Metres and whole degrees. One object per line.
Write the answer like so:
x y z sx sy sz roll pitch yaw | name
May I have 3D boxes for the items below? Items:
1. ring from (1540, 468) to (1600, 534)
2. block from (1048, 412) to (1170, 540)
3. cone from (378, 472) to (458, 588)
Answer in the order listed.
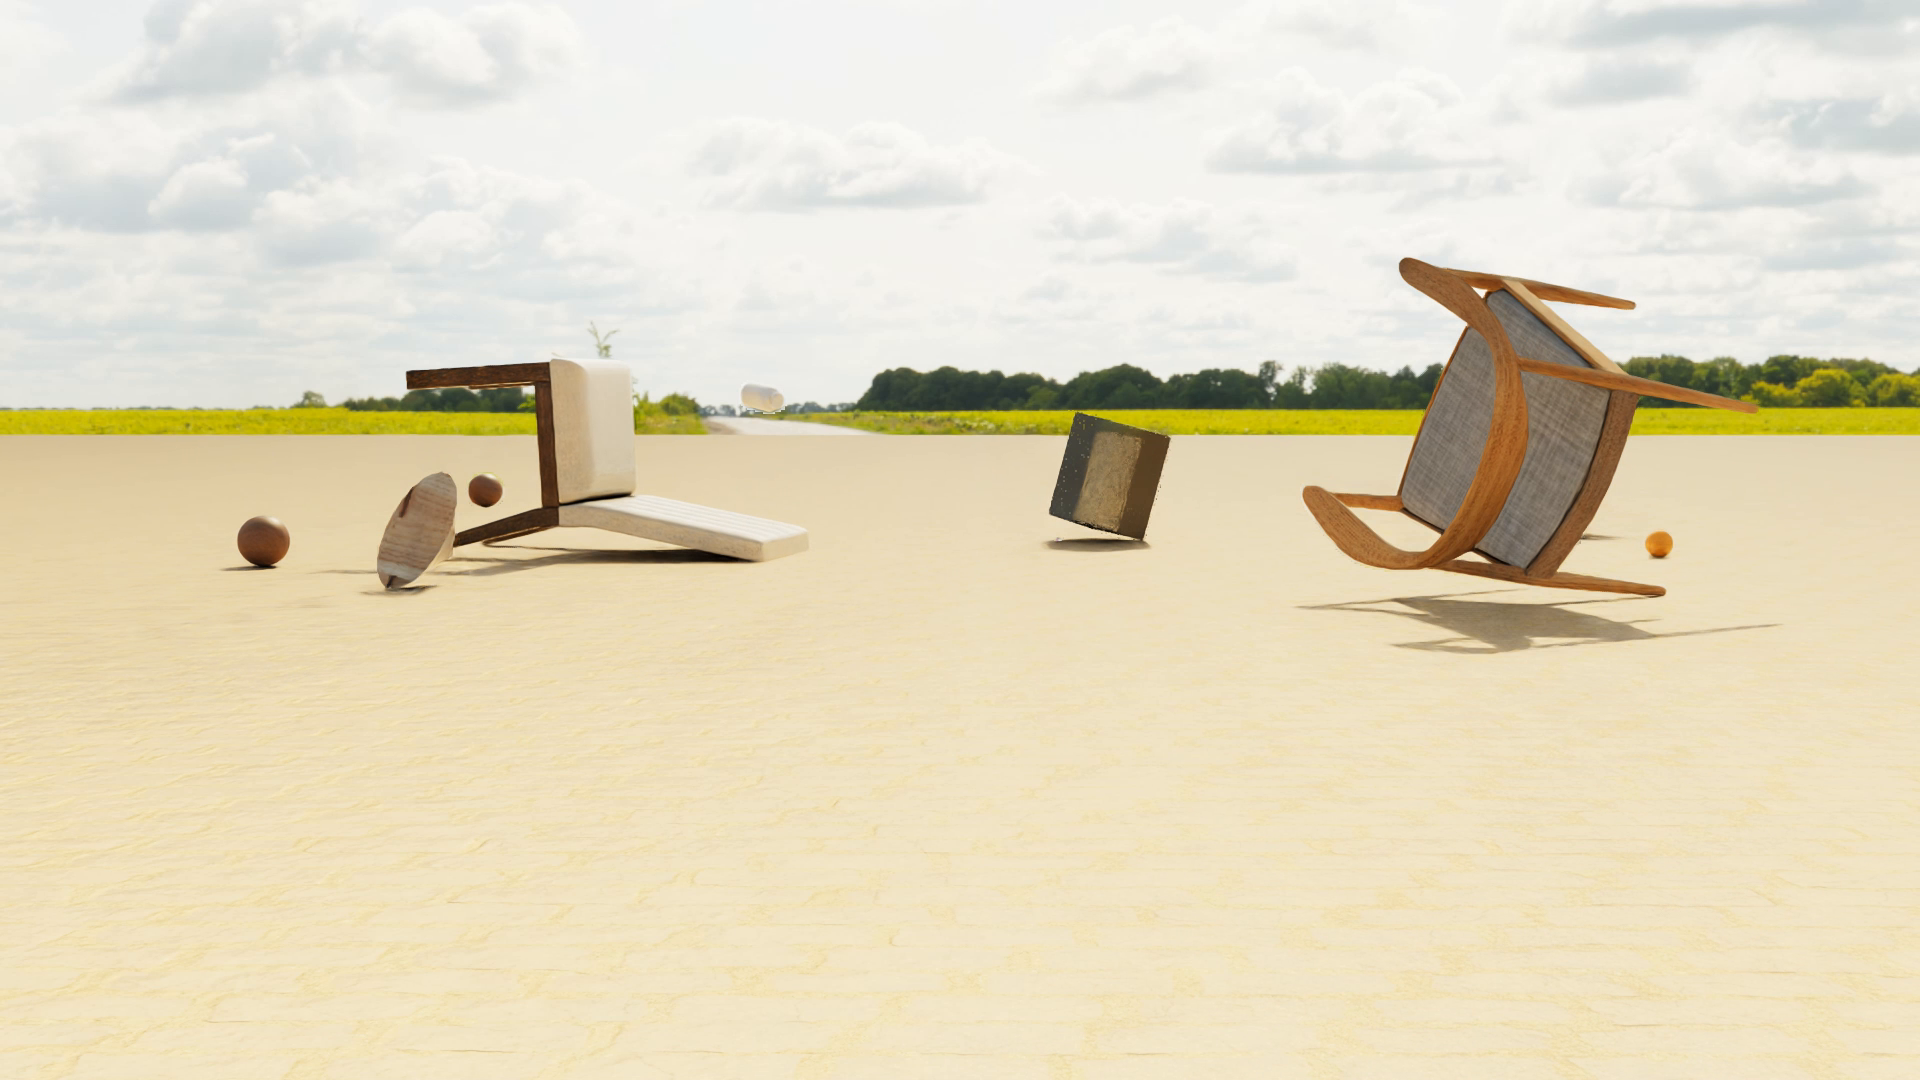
1.885 -0.121 6.797 0.213 0.208 0.107 -27 31 -30 | ring
0.444 -0.191 6.539 0.204 0.317 0.214 12 4 -36 | block
-1.203 0.005 5.043 0.161 0.290 0.163 19 -13 23 | cone
